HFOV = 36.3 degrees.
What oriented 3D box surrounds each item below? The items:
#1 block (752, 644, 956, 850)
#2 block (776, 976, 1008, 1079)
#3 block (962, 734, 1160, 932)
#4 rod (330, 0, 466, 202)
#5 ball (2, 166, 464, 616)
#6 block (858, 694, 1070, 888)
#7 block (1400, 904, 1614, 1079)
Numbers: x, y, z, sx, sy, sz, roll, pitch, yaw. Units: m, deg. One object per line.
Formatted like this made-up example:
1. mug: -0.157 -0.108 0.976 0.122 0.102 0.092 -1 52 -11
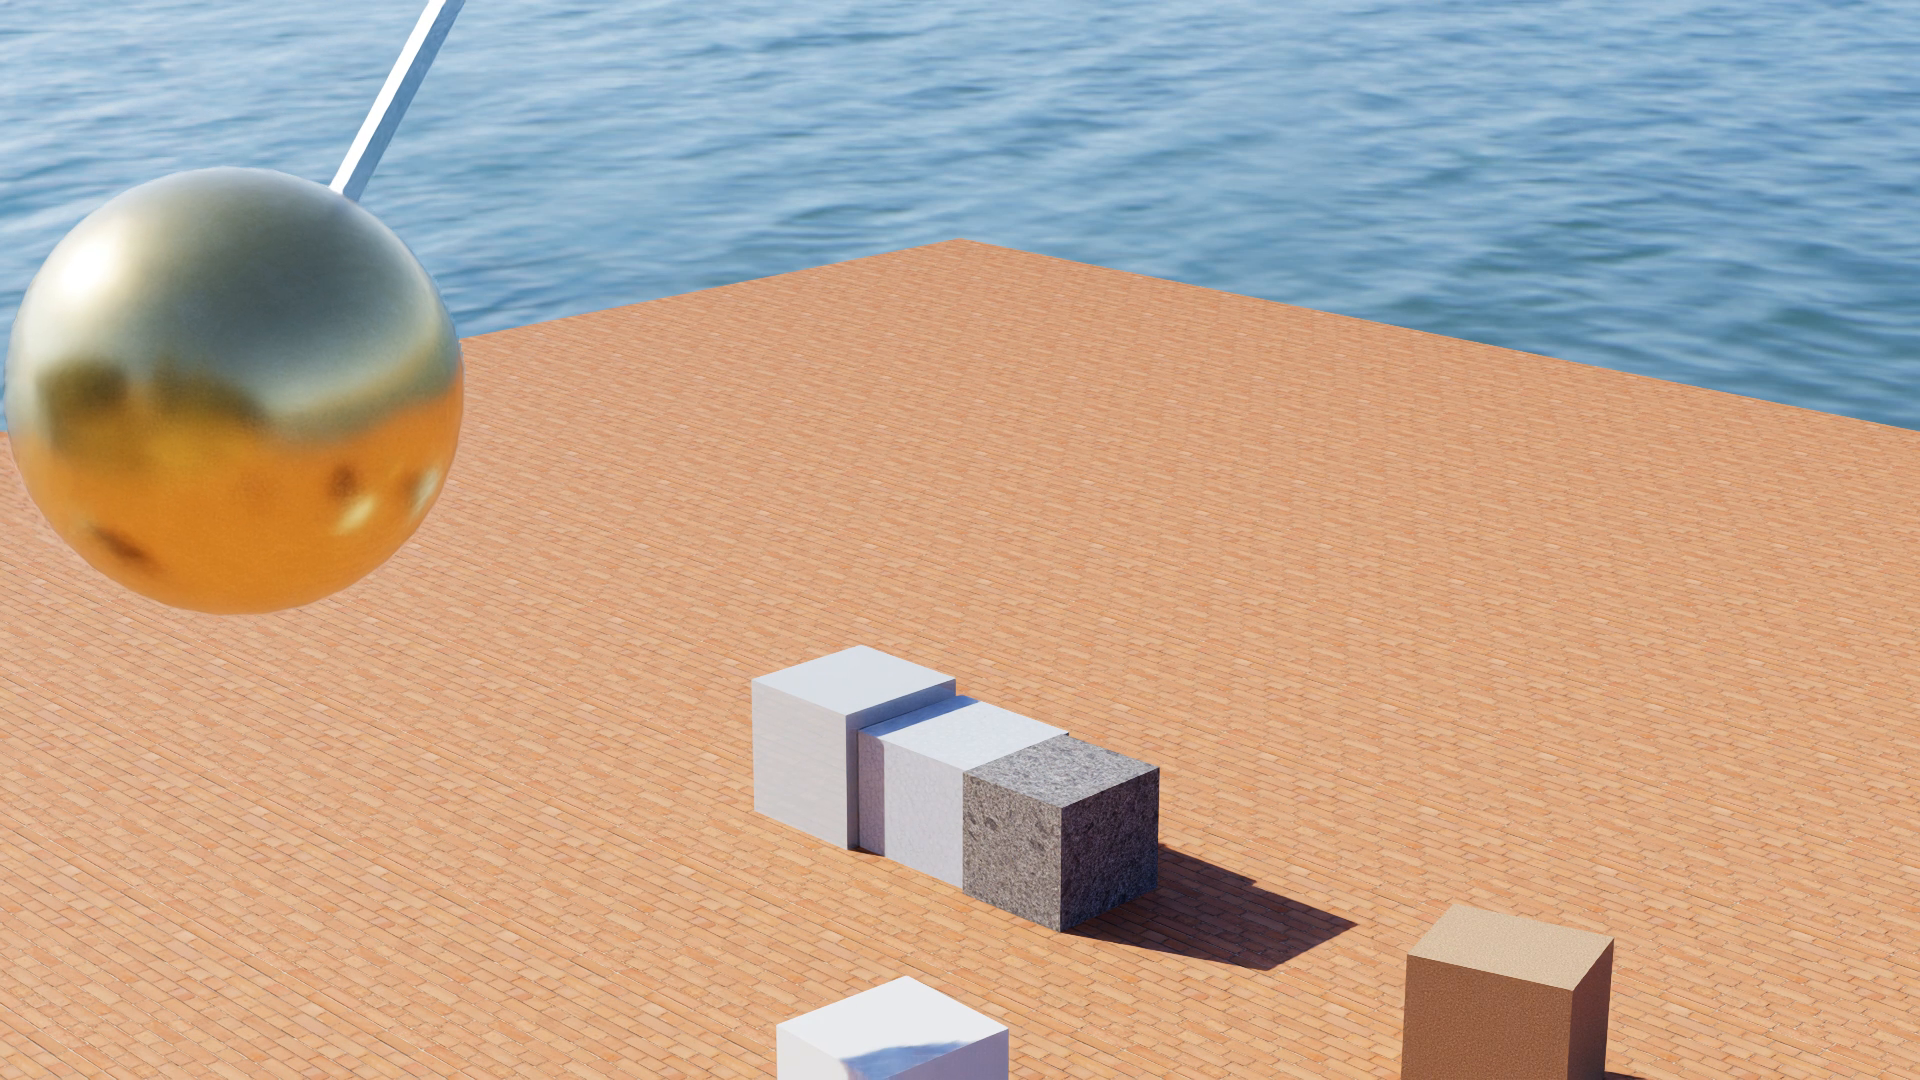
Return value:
1. block: -0.507 0.984 14.086 0.710 0.675 0.668 -16 24 -42
2. block: -0.247 2.059 10.819 0.625 0.584 0.579 -15 23 -39
3. block: 0.454 1.308 13.196 0.593 0.591 0.658 16 24 41
4. rod: -1.118 -3.544 11.056 0.080 5.200 0.080 17 -13 42
5. ball: -2.580 -0.530 10.471 1.600 1.600 1.600 0 17 0
6. block: 0.017 1.164 13.669 0.677 0.584 0.705 -17 24 -42
7. block: 2.132 1.856 11.429 0.655 0.605 0.532 9 20 27
